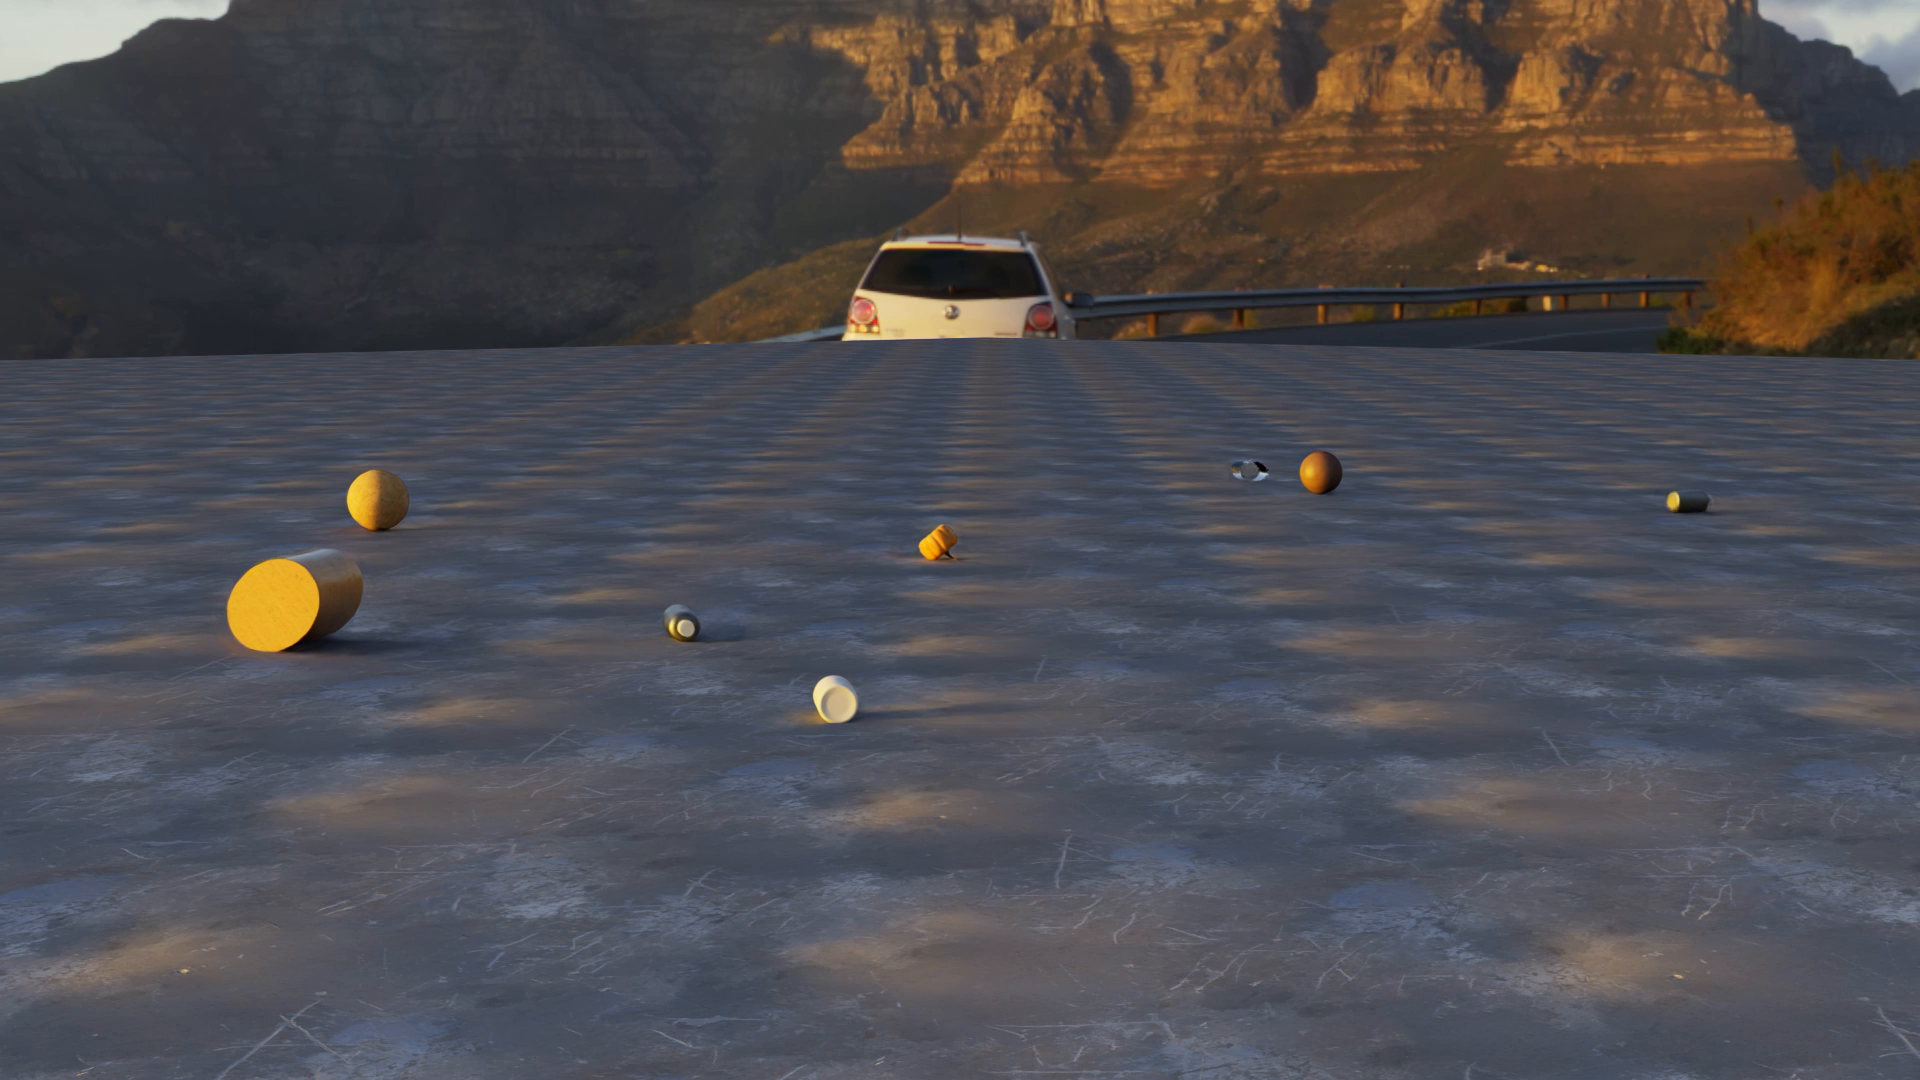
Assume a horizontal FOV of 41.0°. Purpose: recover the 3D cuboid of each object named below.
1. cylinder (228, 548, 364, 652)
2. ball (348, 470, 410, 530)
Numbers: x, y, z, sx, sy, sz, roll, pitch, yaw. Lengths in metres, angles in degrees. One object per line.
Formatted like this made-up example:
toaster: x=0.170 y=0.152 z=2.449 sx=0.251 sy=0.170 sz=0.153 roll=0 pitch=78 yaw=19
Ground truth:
cylinder: x=-1.184 y=0.106 z=4.577 sx=0.185 sy=0.152 sz=0.180 roll=-37 pitch=-2 yaw=13
ball: x=-1.505 y=-0.103 z=6.641 sx=0.158 sy=0.158 sz=0.158 roll=0 pitch=6 yaw=0
